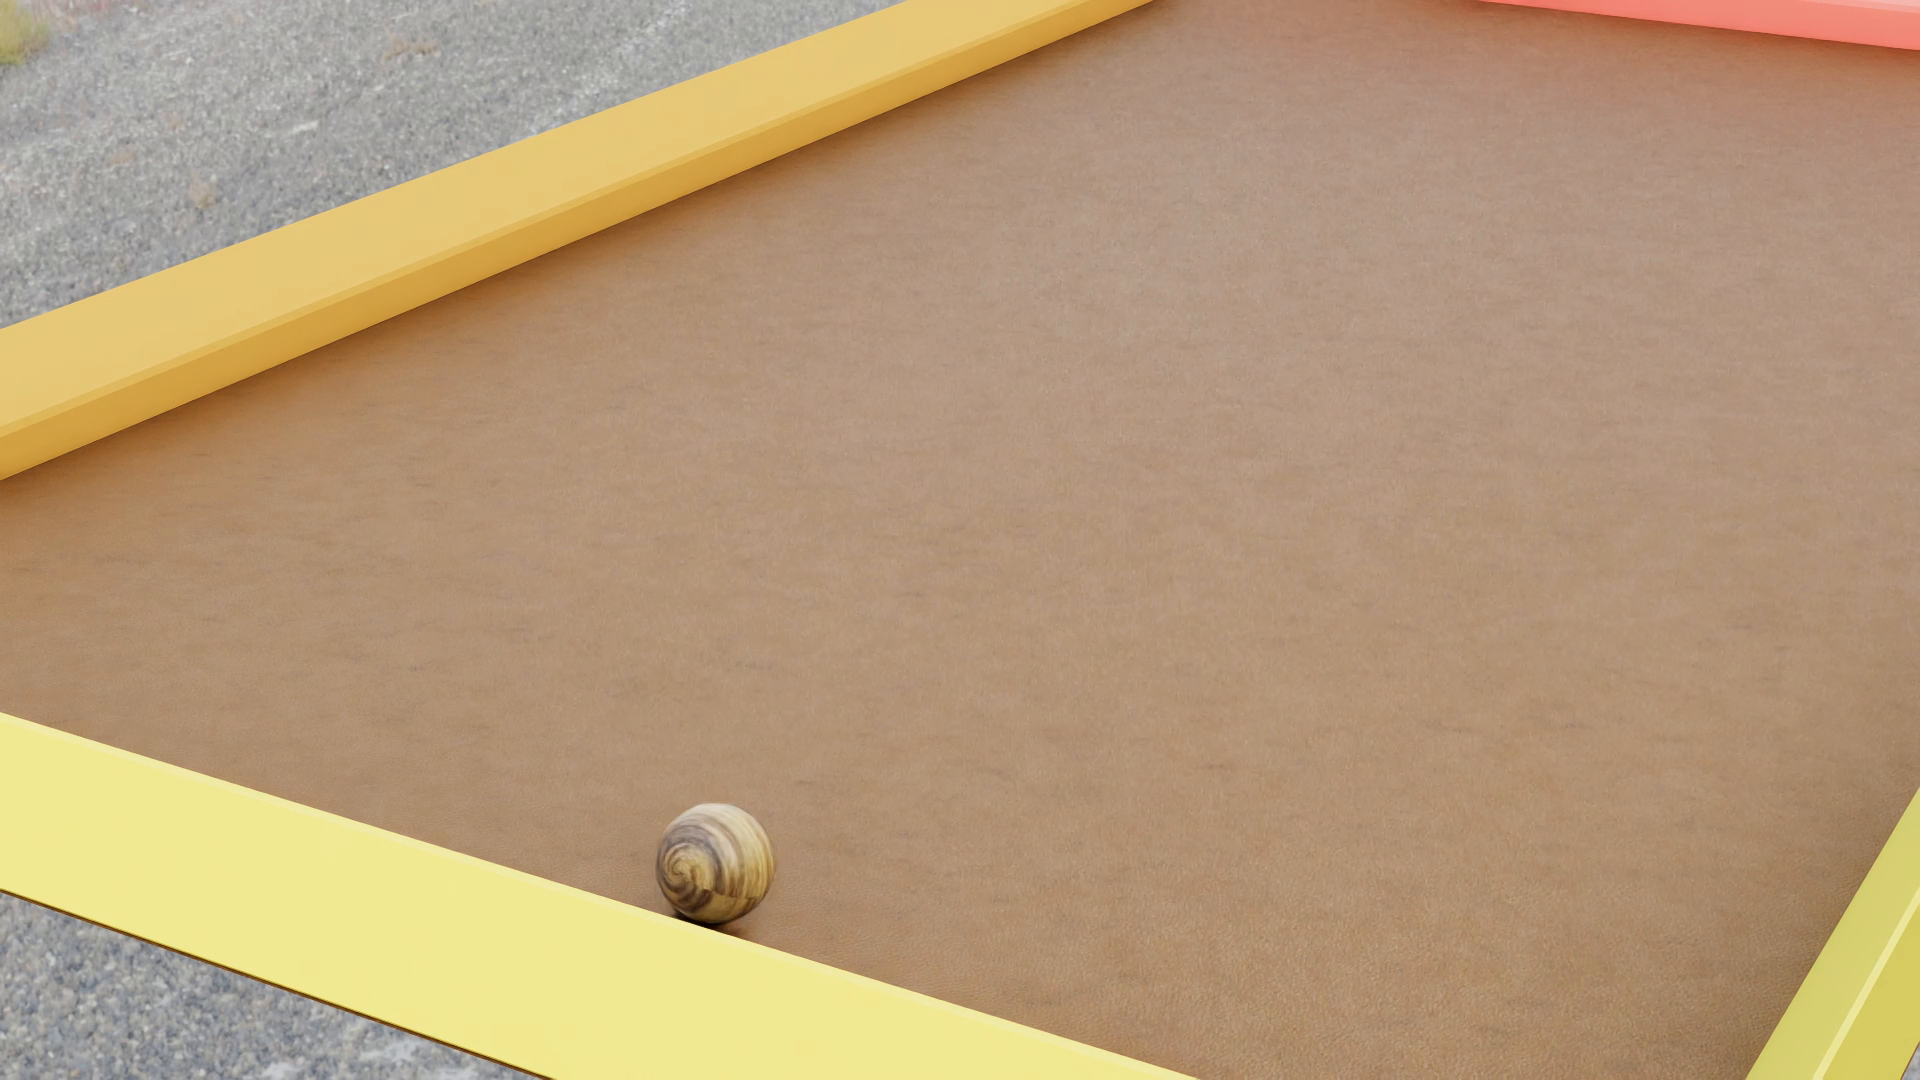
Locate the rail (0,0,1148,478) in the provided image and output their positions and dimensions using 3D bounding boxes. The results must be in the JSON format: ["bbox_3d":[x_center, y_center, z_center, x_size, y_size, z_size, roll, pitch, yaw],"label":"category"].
[{"bbox_3d":[-0.279,-0.376,2.860,0.045,0.112,2.597,12,26,27],"label":"rail"}]

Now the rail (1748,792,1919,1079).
[{"bbox_3d":[0.927,-0.109,2.218,0.045,0.112,2.597,12,26,27],"label":"rail"}]

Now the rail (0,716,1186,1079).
[{"bbox_3d":[-0.312,0.181,1.520,1.439,0.112,0.045,12,26,27],"label":"rail"}]

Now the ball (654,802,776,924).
[{"bbox_3d":[-0.133,0.175,1.598,0.065,0.065,0.065,0,23,0],"label":"ball"}]

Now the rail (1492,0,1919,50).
[{"bbox_3d":[0.961,-0.667,3.559,1.439,0.112,0.045,12,26,27],"label":"rail"}]
